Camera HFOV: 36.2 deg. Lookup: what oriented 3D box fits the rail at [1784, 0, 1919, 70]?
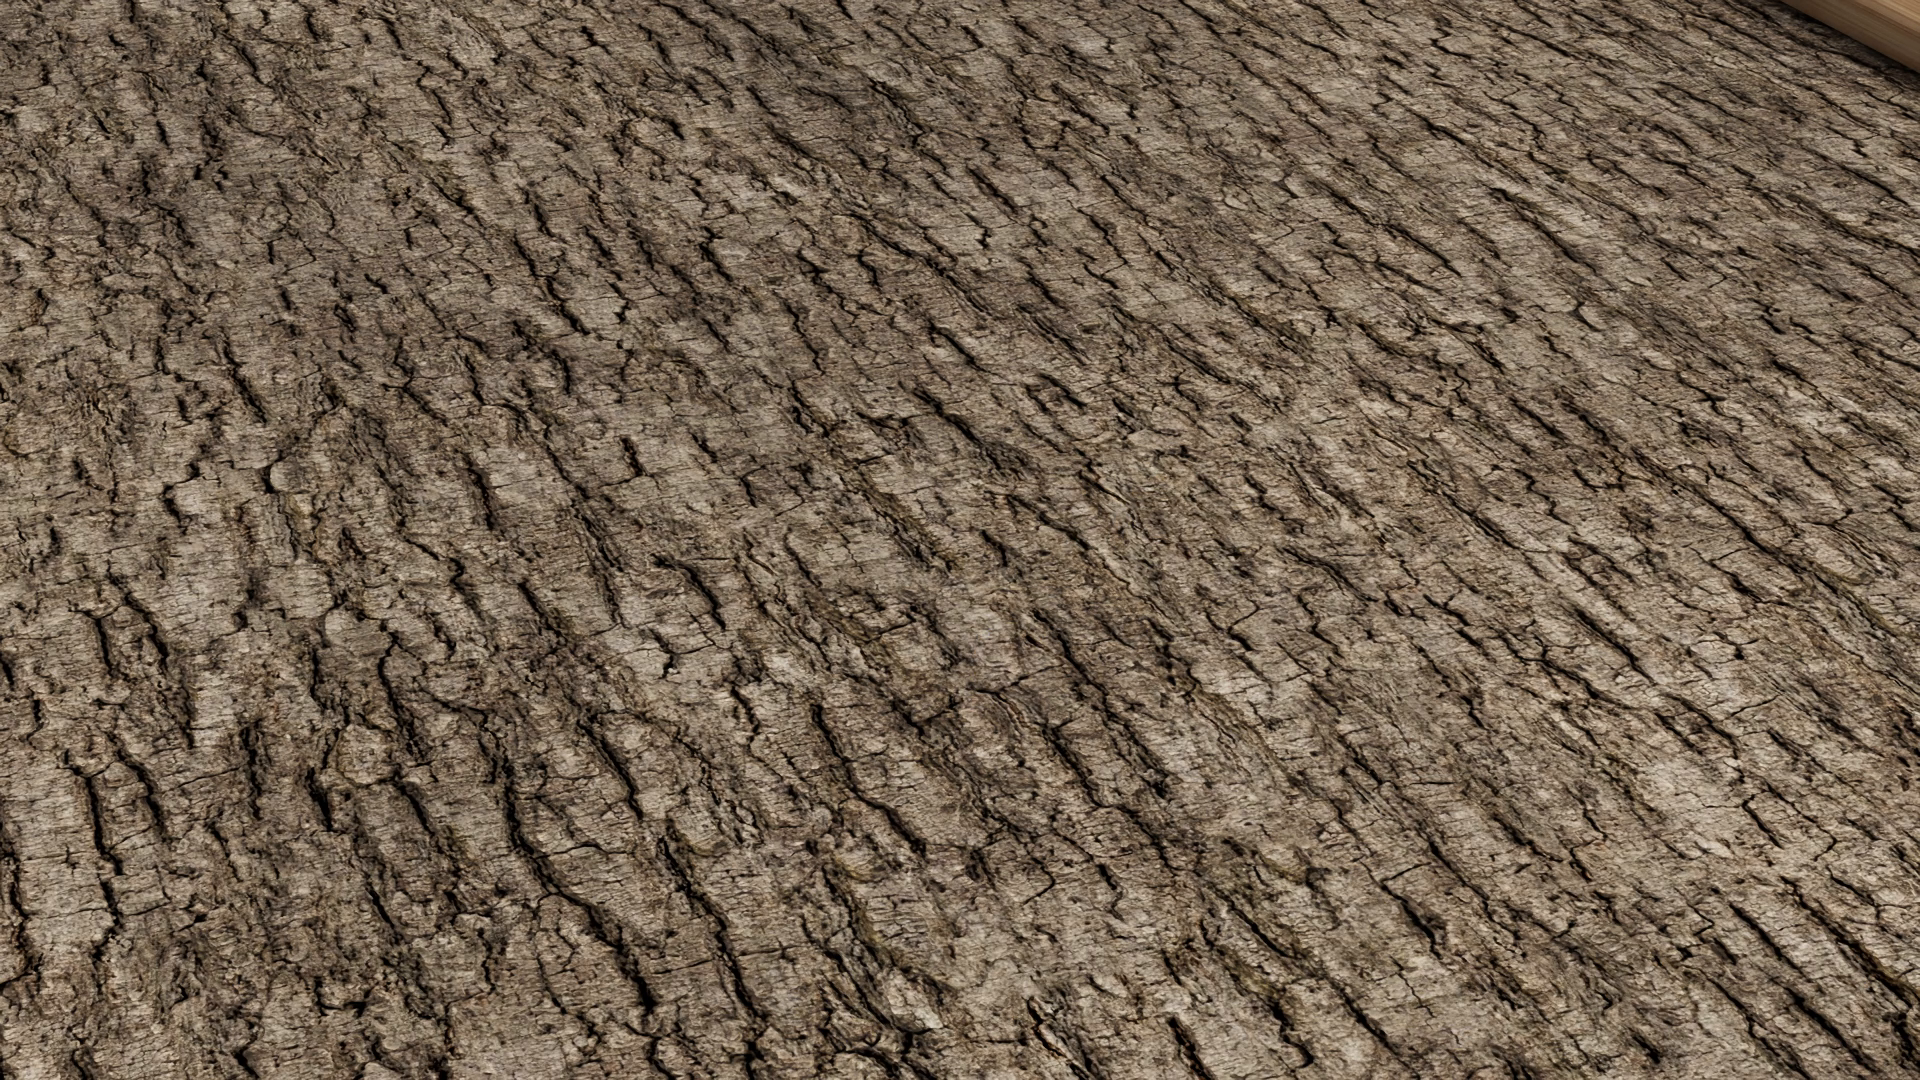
[{"bbox_3d":[0.635,-0.686,2.937,0.045,0.119,4.119,-11,31,-19],"label":"rail"}]
